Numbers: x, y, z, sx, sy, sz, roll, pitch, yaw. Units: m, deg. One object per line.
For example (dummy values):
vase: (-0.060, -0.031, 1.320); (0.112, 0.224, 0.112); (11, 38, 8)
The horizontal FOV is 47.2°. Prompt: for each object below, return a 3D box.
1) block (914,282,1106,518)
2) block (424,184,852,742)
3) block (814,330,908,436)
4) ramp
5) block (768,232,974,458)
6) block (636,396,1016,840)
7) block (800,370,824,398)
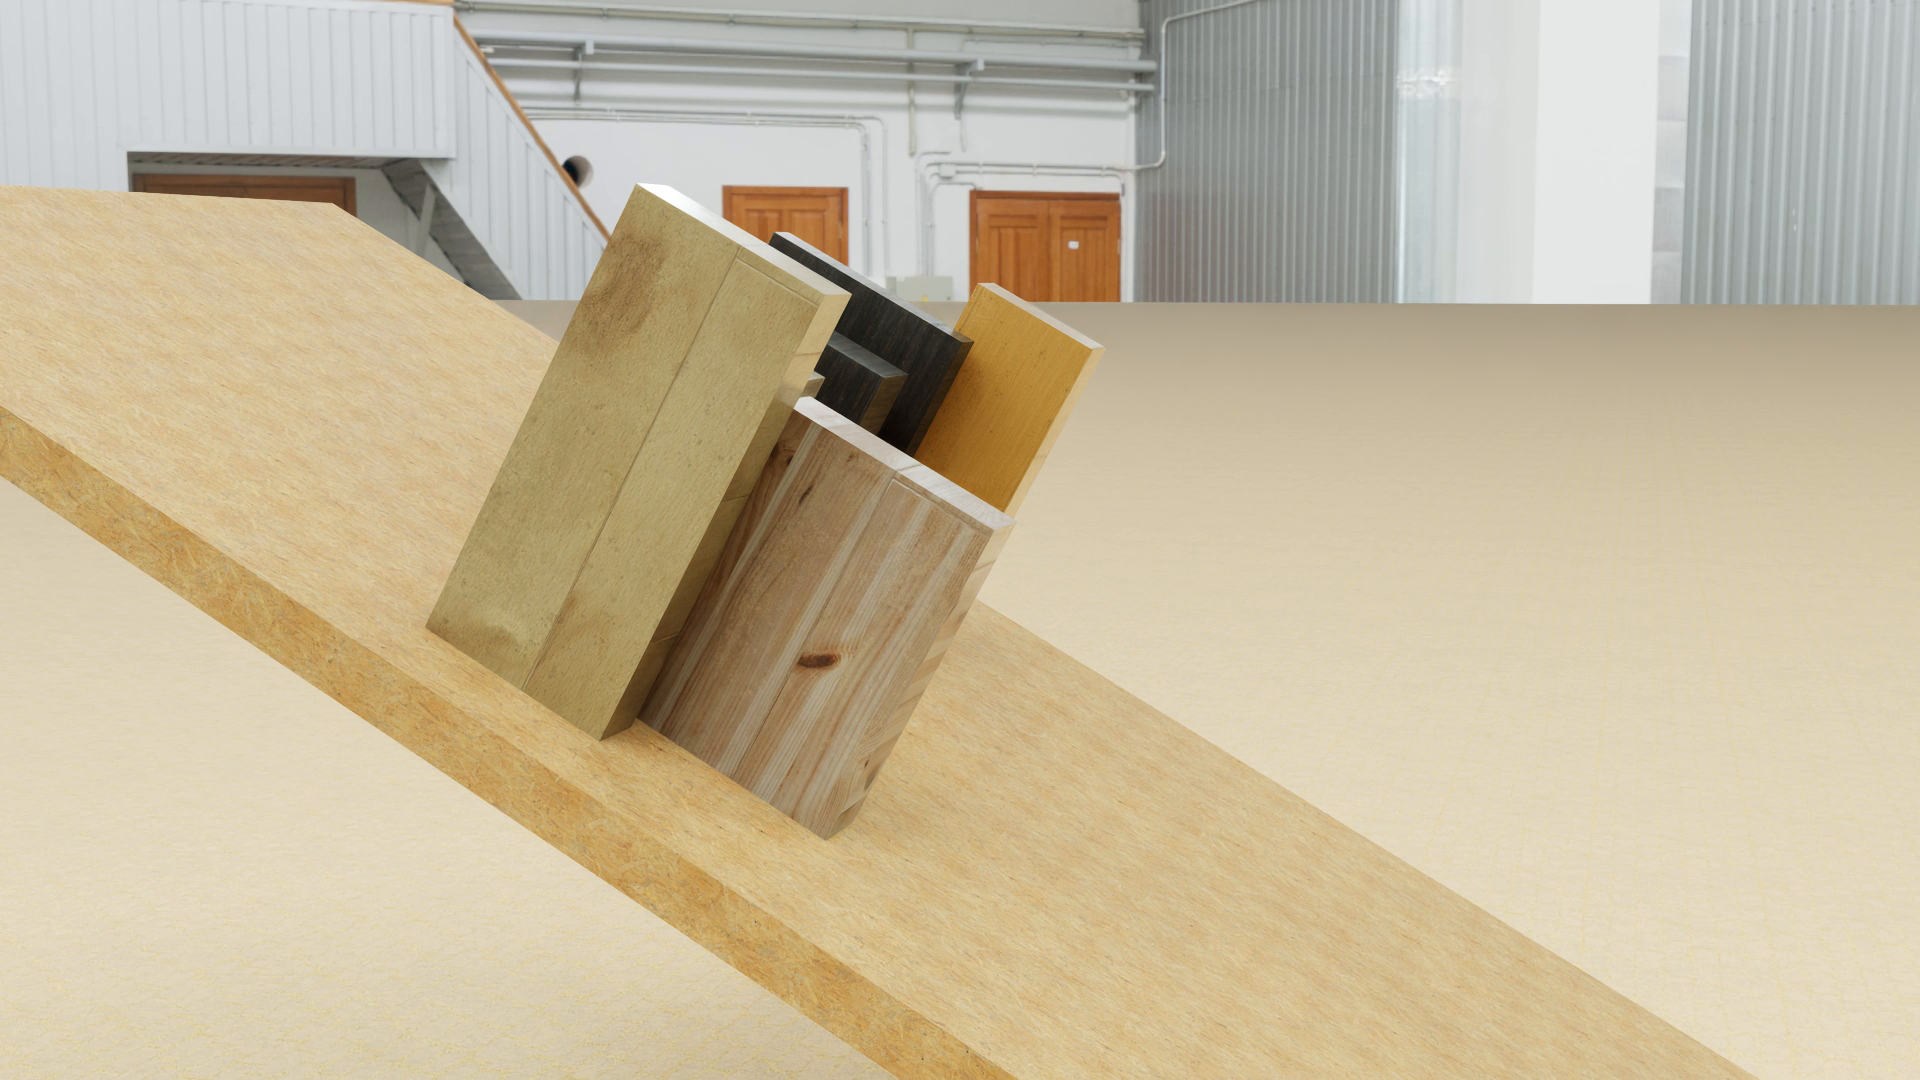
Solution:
block: (-0.003, -0.138, 4.484); (0.270, 0.727, 0.115); (31, 14, 11)
block: (-0.500, -0.115, 3.366); (0.339, 0.779, 0.114); (31, 14, 11)
block: (-0.356, -0.138, 4.179); (0.266, 0.550, 0.144); (31, 14, 11)
ramp: (-0.204, 0.338, 4.138); (4.000, 0.100, 2.000); (31, 14, 11)
block: (-0.315, -0.231, 4.416); (0.445, 0.631, 0.081); (31, 14, 11)
block: (-0.225, 0.122, 3.482); (0.393, 0.571, 0.128); (31, 14, 11)
block: (-0.512, -0.147, 3.978); (0.334, 0.521, 0.084); (31, 14, 11)
